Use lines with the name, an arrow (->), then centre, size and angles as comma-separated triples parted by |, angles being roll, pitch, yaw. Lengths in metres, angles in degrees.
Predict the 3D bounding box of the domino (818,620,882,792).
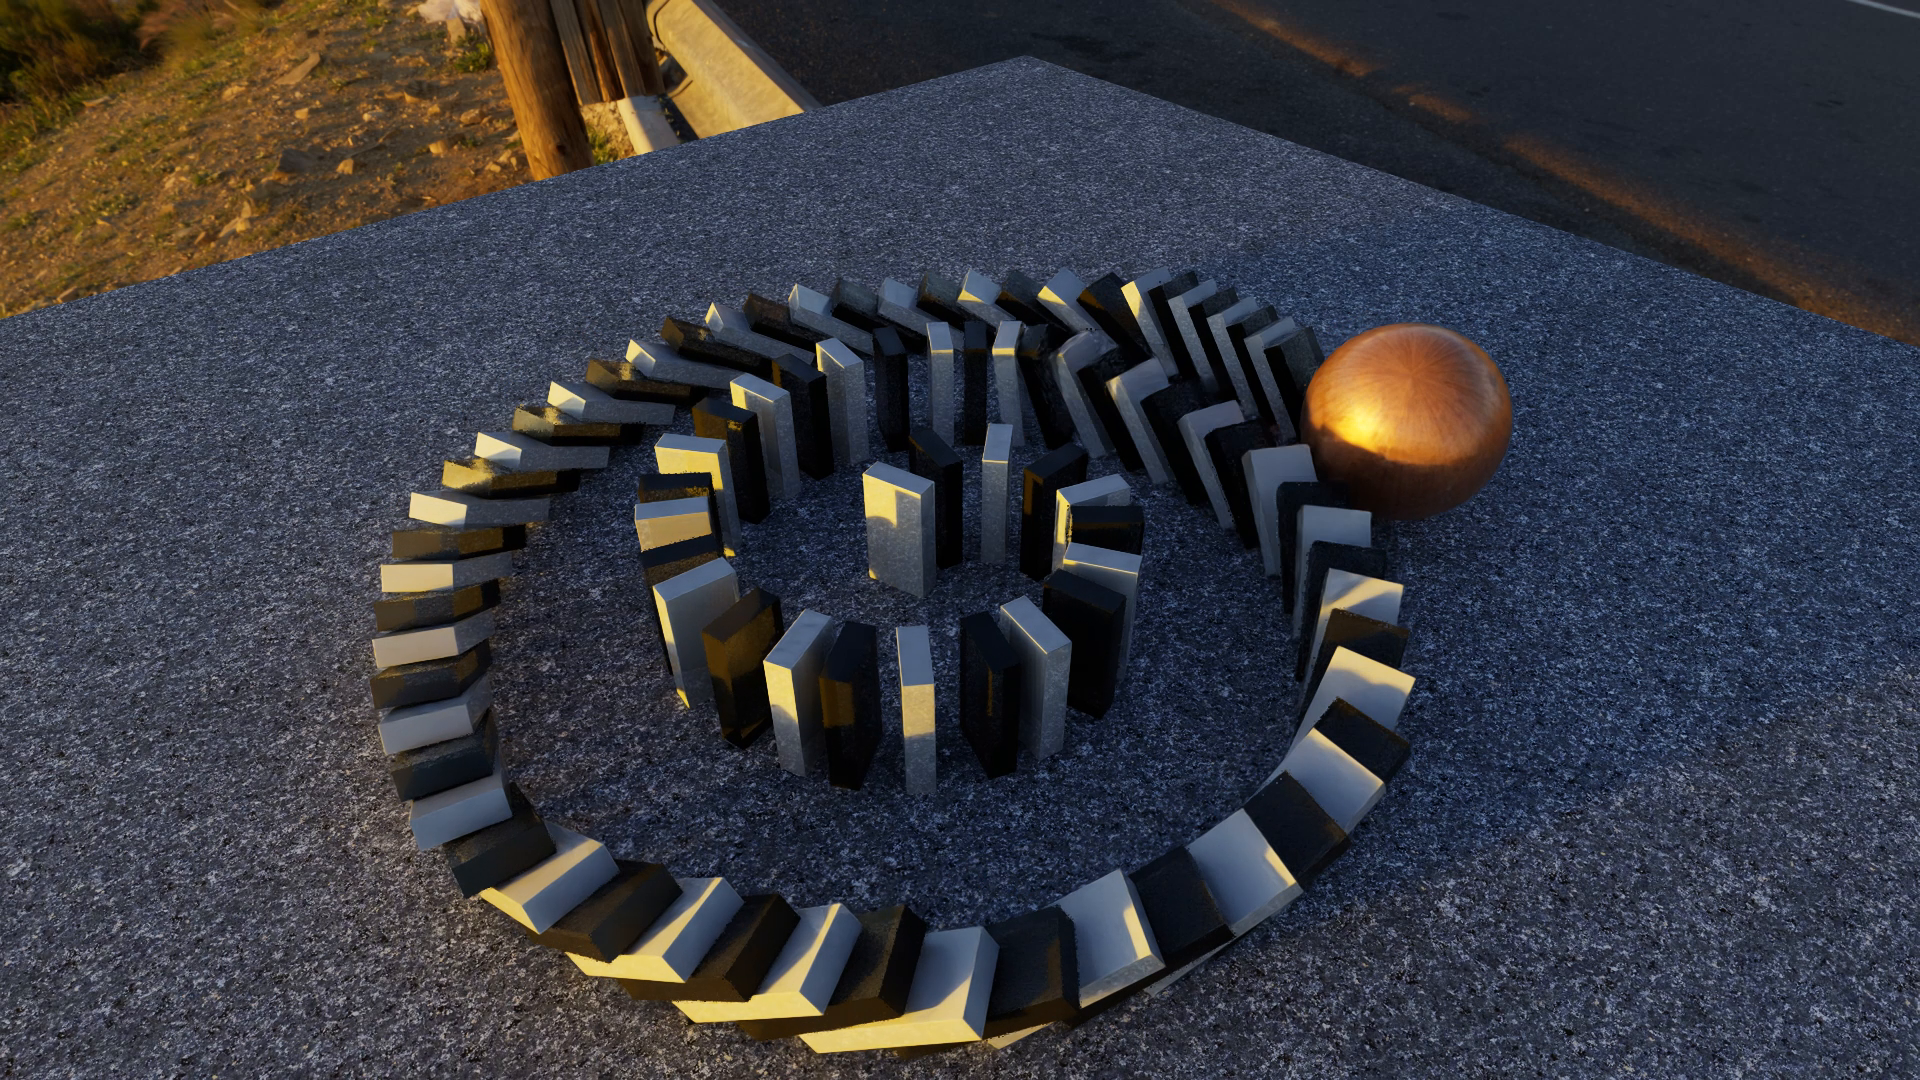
domino -> -0.034, 0.053, 0.347 | 0.010, 0.050, 0.025 | 9, 40, 11

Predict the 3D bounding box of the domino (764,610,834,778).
domino -> -0.049, 0.049, 0.351 | 0.009, 0.050, 0.025 | 16, 42, 18

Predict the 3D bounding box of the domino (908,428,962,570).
domino -> -0.009, -0.016, 0.431 | 0.009, 0.050, 0.025 | -20, 44, -23

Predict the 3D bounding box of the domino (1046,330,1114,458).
domino -> 0.058, -0.065, 0.493 | 0.010, 0.050, 0.025 | -8, 26, 44

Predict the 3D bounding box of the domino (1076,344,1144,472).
domino -> 0.074, -0.058, 0.487 | 0.025, 0.050, 0.010 | -35, 12, -35

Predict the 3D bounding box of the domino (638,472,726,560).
domino -> -0.103, -0.002, 0.414 | 0.025, 0.050, 0.010 | -3, 39, -3

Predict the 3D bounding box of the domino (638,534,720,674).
domino -> -0.094, 0.023, 0.383 | 0.025, 0.050, 0.010 | -15, 42, -18

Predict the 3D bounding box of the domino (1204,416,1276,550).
domino -> 0.121, -0.023, 0.449 | 0.025, 0.009, 0.050 | -15, 79, -19

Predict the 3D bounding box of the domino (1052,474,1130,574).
domino -> 0.048, 0.001, 0.410 | 0.025, 0.050, 0.010 | -16, 42, -18

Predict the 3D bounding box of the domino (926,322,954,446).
domino -> -0.009, -0.070, 0.497 | 0.009, 0.050, 0.025 | -4, 39, -5

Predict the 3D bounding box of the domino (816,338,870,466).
domino -> -0.052, -0.061, 0.486 | 0.009, 0.050, 0.025 | -23, 44, -25

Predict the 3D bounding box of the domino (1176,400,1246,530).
domino -> 0.113, -0.032, 0.460 | 0.025, 0.009, 0.050 | -18, 80, -21

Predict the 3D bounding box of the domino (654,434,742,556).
domino -> -0.102, -0.017, 0.433 | 0.025, 0.050, 0.009 | 7, 40, 8

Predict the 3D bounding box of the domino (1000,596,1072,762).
domino -> 0.023, 0.045, 0.356 | 0.009, 0.050, 0.025 | -22, 44, -24

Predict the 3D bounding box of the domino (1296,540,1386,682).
domino -> 0.136, 0.027, 0.391 | 0.025, 0.009, 0.050 | 8, 73, 10

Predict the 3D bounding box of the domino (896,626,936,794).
domino -> -0.014, 0.054, 0.346 | 0.010, 0.050, 0.025 | -4, 39, -5

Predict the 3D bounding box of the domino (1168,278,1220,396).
domino -> 0.122, -0.099, 0.535 | 0.025, 0.050, 0.009 | -31, 11, -32

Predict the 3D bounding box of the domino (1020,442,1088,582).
domino -> 0.036, -0.010, 0.424 | 0.025, 0.050, 0.010 | -31, 49, -33

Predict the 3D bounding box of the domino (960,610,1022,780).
domino -> 0.009, 0.050, 0.351 | 0.009, 0.050, 0.025 | -15, 42, -17

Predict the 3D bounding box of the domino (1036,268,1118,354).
domino -> 0.065, -0.116, 0.566 | 0.050, 0.010, 0.025 | 40, 46, -2

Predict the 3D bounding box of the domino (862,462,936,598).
domino -> -0.022, -0.003, 0.416 | 0.025, 0.050, 0.010 | 21, 44, 24

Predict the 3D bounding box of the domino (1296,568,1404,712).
domino -> 0.134, 0.037, 0.377 | 0.025, 0.009, 0.050 | 14, 74, 12

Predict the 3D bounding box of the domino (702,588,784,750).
domino -> -0.068, 0.043, 0.360 | 0.009, 0.050, 0.025 | 24, 45, 26

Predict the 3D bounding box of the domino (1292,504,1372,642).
domino -> 0.137, 0.013, 0.406 | 0.025, 0.009, 0.050 | 6, 72, 3

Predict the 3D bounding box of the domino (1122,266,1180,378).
domino -> 0.103, -0.109, 0.549 | 0.025, 0.050, 0.010 | -31, 7, -32

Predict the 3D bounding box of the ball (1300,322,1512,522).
ball -> 0.179, -0.048, 0.446 | 0.080, 0.080, 0.080 | 0, 39, 0

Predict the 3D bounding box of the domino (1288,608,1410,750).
domino -> 0.128, 0.050, 0.362 | 0.025, 0.010, 0.050 | 17, 74, 18

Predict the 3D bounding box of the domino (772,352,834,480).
domino -> -0.068, -0.053, 0.476 | 0.009, 0.050, 0.025 | -31, 49, -32

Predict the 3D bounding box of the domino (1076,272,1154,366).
domino -> 0.086, -0.112, 0.561 | 0.050, 0.009, 0.025 | 48, 53, 6

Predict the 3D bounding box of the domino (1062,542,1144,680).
domino -> 0.048, 0.025, 0.381 | 0.025, 0.050, 0.009 | 11, 41, 13

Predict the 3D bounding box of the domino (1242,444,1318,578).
domino -> 0.130, -0.012, 0.436 | 0.025, 0.010, 0.050 | -7, 76, -8

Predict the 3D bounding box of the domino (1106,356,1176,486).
domino -> 0.085, -0.052, 0.480 | 0.025, 0.050, 0.010 | -30, 7, -32

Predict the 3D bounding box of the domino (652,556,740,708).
domino -> -0.086, 0.032, 0.373 | 0.025, 0.050, 0.010 | -25, 46, -27

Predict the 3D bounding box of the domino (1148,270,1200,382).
domino -> 0.113, -0.104, 0.542 | 0.025, 0.050, 0.009 | -29, 11, -32

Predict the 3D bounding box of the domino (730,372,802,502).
domino -> -0.082, -0.043, 0.464 | 0.025, 0.050, 0.009 | 26, 46, 28

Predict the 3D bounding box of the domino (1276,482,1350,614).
domino -> 0.136, 0.003, 0.420 | 0.025, 0.009, 0.050 | 1, 72, 2

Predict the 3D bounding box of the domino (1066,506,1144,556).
domino -> 0.051, 0.010, 0.399 | 0.025, 0.050, 0.010 | 0, 39, 0

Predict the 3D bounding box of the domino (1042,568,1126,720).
domino -> 0.040, 0.035, 0.368 | 0.025, 0.050, 0.009 | 22, 44, 25

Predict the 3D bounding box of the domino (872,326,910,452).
domino -> -0.031, -0.067, 0.494 | 0.009, 0.050, 0.025 | -11, 41, -13

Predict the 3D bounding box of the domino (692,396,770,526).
domino -> -0.093, -0.032, 0.451 | 0.025, 0.050, 0.009 | 19, 43, 22

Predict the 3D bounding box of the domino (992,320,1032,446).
domino -> 0.024, -0.070, 0.497 | 0.009, 0.050, 0.025 | 1, 39, 13

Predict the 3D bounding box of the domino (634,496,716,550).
domino -> -0.101, 0.008, 0.402 | 0.025, 0.050, 0.009 | -7, 40, -9

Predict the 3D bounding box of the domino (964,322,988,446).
domino -> 0.007, -0.071, 0.498 | 0.010, 0.050, 0.025 | 0, 39, 0

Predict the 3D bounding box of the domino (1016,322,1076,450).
domino -> 0.040, -0.069, 0.495 | 0.010, 0.050, 0.025 | -5, 35, 25

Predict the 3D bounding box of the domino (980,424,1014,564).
domino -> 0.014, -0.018, 0.433 | 0.009, 0.050, 0.025 | 4, 40, 5

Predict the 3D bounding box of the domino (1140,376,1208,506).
domino -> 0.100, -0.042, 0.471 | 0.025, 0.010, 0.050 | -24, 87, -26
